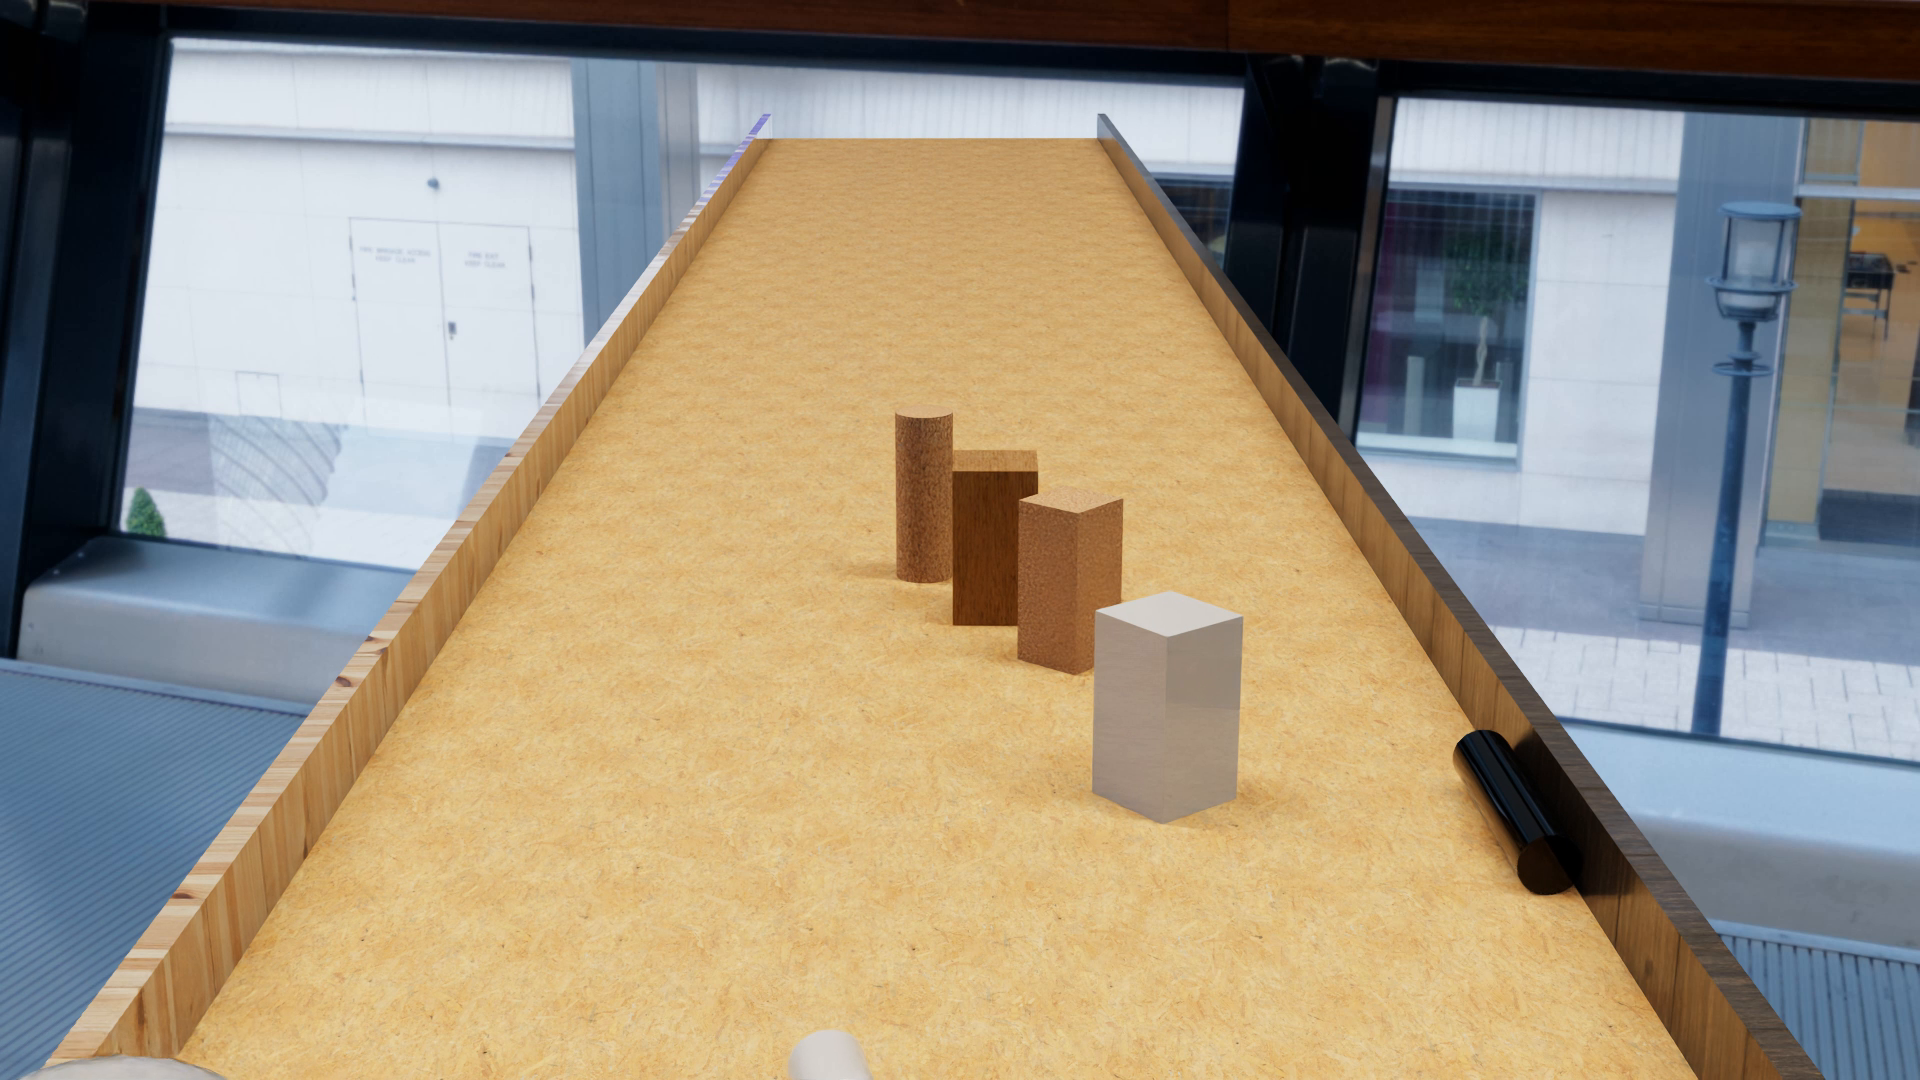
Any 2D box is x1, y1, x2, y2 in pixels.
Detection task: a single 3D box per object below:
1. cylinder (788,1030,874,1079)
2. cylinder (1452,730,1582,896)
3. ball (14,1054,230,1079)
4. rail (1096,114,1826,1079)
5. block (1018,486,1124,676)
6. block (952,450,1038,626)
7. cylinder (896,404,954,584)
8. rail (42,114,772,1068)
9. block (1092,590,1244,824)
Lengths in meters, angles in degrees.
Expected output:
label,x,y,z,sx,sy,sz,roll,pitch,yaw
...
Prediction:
label,x,y,z,sx,sy,sz,roll,pitch,yaw
cylinder,-0.120,0.731,2.590,0.101,0.101,0.451,-4,17,-12
cylinder,0.902,0.436,3.582,0.101,0.101,0.439,0,17,-1
ball,-0.730,0.642,1.880,0.394,0.394,0.394,0,17,0
rail,0.932,-0.844,7.801,0.050,0.150,12.000,0,17,-1
block,0.219,0.078,4.381,0.147,0.332,0.147,14,21,39
block,0.074,-0.006,4.656,0.177,0.336,0.177,0,17,1
cylinder,-0.079,-0.103,4.908,0.128,0.379,0.128,0,17,0
rail,-1.118,-0.838,7.780,0.050,0.150,12.000,0,17,-1
block,0.349,0.279,3.712,0.174,0.329,0.174,-13,21,-37
